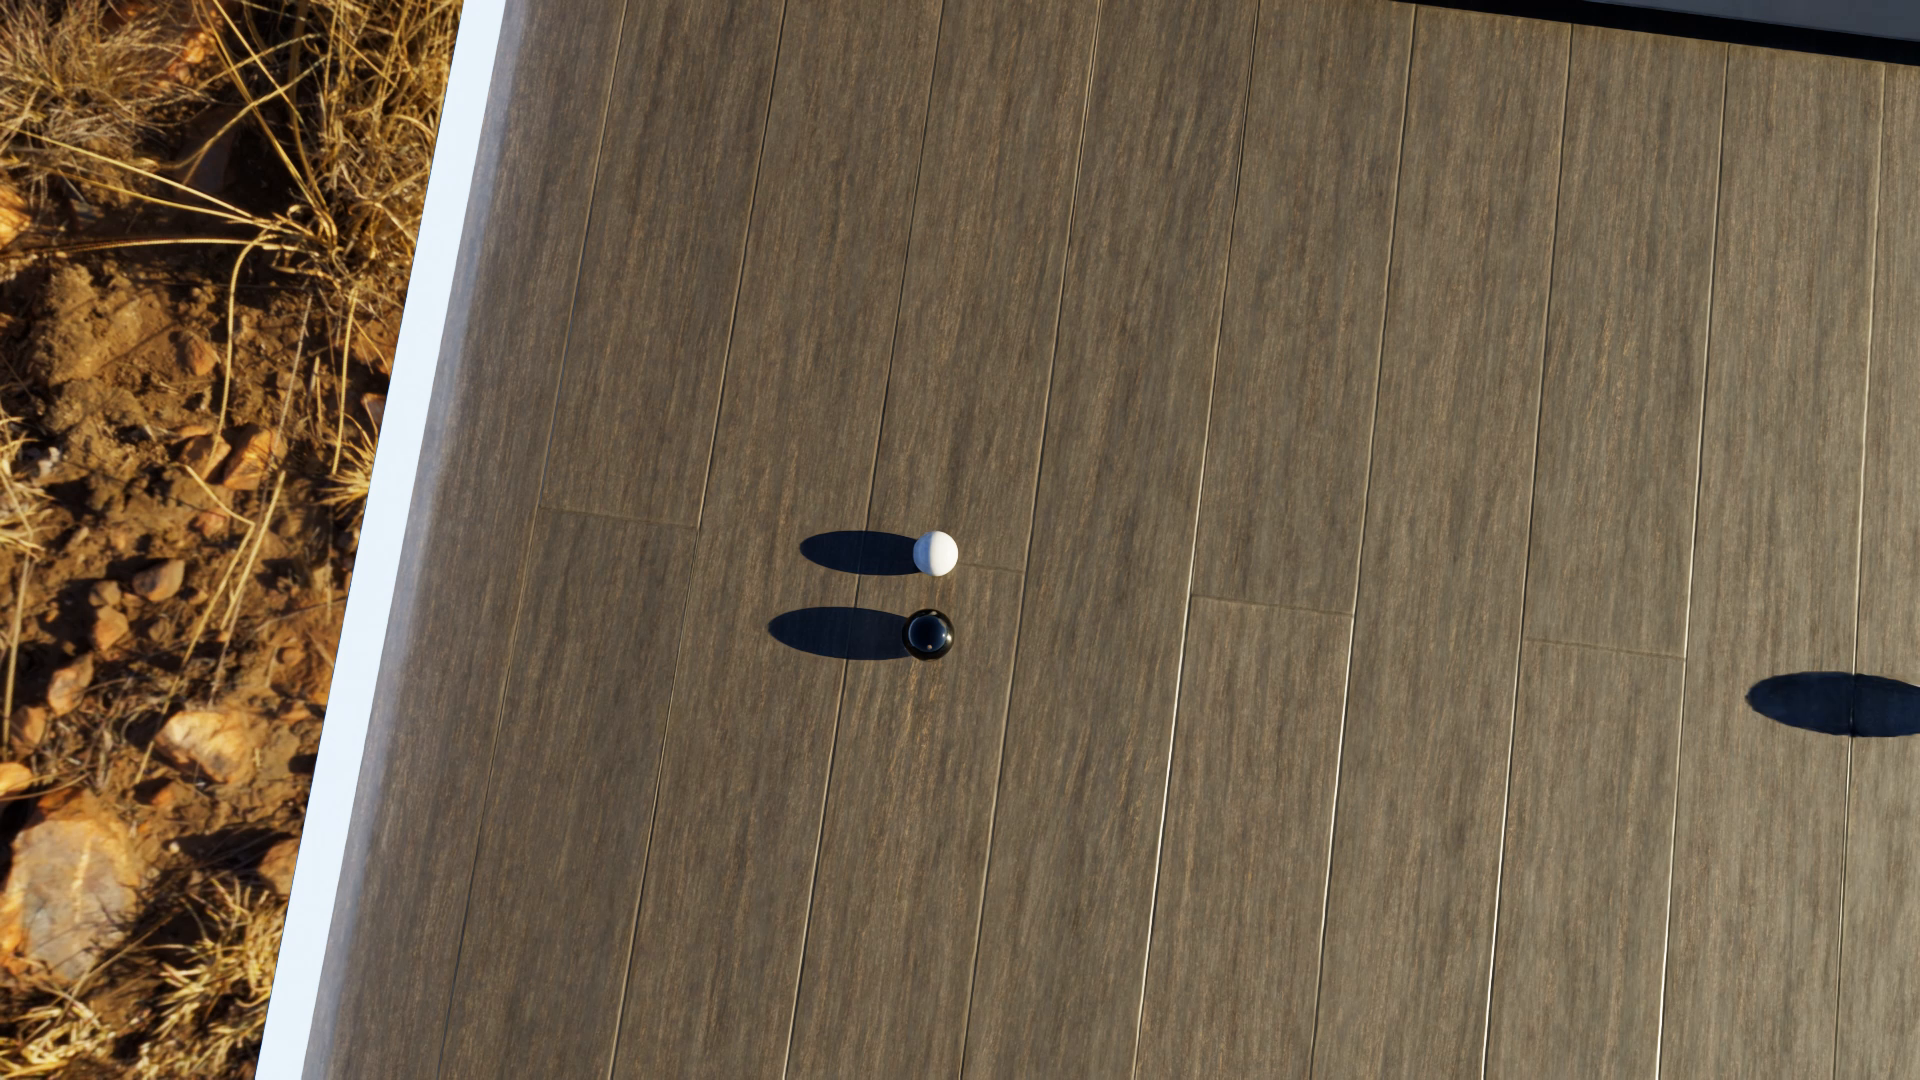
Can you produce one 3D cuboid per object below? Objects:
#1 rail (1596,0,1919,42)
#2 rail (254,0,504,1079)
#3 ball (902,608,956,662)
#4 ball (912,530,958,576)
[{"bbox_3d":[0.994,-0.868,3.454,3.472,0.126,0.045,7,78,2],"label":"rail"},{"bbox_3d":[-0.837,-0.116,3.298,0.045,0.126,2.059,7,78,2],"label":"rail"},{"bbox_3d":[-0.047,0.141,3.269,0.080,0.080,0.080,0,78,0],"label":"ball"},{"bbox_3d":[-0.037,0.021,3.300,0.068,0.068,0.068,0,78,0],"label":"ball"}]
